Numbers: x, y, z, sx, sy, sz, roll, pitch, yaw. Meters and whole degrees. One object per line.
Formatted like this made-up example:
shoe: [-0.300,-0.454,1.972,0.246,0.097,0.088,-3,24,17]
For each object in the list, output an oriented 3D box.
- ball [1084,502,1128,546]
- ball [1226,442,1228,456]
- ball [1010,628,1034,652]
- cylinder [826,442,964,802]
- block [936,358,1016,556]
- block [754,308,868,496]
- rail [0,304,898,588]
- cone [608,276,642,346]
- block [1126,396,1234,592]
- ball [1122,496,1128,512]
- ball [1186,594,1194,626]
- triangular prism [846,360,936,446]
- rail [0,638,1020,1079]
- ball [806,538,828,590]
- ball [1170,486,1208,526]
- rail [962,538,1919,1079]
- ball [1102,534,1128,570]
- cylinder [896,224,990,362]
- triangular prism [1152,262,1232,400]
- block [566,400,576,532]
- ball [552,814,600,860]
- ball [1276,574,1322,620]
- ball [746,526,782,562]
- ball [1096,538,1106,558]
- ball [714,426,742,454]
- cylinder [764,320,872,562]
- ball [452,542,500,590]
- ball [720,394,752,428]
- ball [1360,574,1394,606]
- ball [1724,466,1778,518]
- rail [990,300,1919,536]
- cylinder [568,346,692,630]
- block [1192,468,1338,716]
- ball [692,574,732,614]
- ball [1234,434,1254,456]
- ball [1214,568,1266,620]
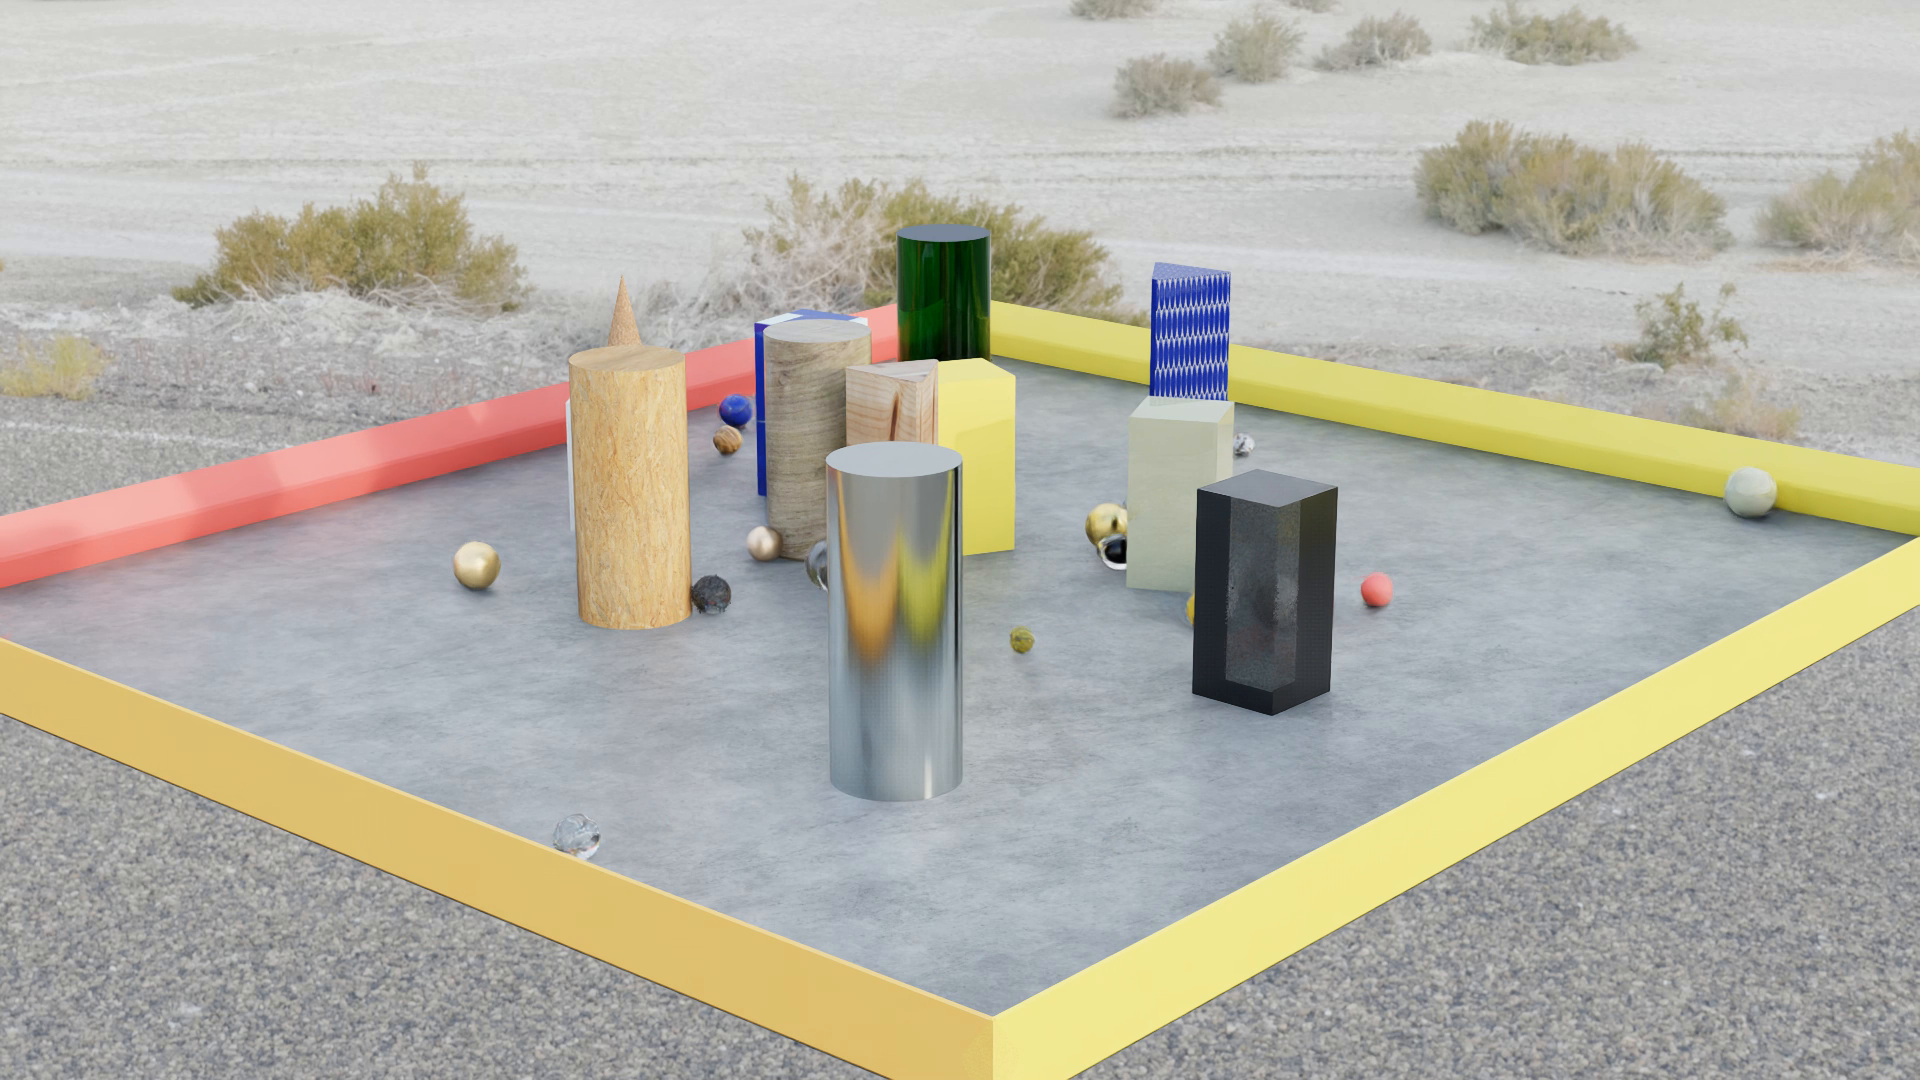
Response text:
ball: [0.272,-0.025,5.379,0.088,0.088,0.088,0,17,0]
ball: [0.511,-0.186,5.947,0.067,0.067,0.067,0,17,0]
ball: [0.102,0.166,4.829,0.041,0.041,0.041,0,17,0]
cylinder: [-0.093,0.116,4.226,0.195,0.483,0.195,0,17,0]
block: [-0.002,-0.152,5.384,0.156,0.327,0.156,-7,18,-22]
block: [-0.288,-0.259,5.713,0.156,0.344,0.156,11,20,32]
rail: [-0.963,-0.210,5.920,0.045,0.127,2.879,14,22,39]
cone: [-0.661,-0.323,5.793,0.195,0.419,0.195,0,17,0]
block: [0.389,-0.081,5.179,0.156,0.310,0.156,5,17,15]
ball: [0.350,-0.057,5.477,0.093,0.093,0.093,0,17,0]
ball: [0.414,0.118,4.937,0.068,0.068,0.068,0,17,0]
triangular prism: [-0.088,-0.117,5.167,0.169,0.386,0.146,13,21,38]
rail: [-0.928,0.340,4.097,2.597,0.127,0.045,14,22,39]
ball: [-0.223,0.043,5.144,0.094,0.094,0.094,0,17,0]
ball: [0.428,-0.063,5.525,0.076,0.076,0.076,0,17,0]
rail: [0.963,0.273,4.320,0.045,0.127,2.879,14,22,39]
ball: [0.286,0.021,5.265,0.065,0.065,0.065,0,17,0]
cylinder: [-0.034,-0.422,6.088,0.195,0.438,0.195,0,17,0]
triangular prism: [0.416,-0.318,5.749,0.169,0.435,0.146,-7,18,-23]
block: [-0.647,-0.155,5.531,0.156,0.249,0.156,1,17,4]
ball: [-0.522,0.405,3.992,0.065,0.065,0.065,0,17,0]
ball: [0.577,0.098,4.991,0.077,0.077,0.077,0,17,0]
ball: [-0.356,0.007,5.313,0.065,0.065,0.065,0,17,0]
ball: [0.269,0.017,5.317,0.044,0.044,0.044,0,17,0]
ball: [-0.478,-0.205,6.028,0.058,0.058,0.058,0,17,0]
cylinder: [-0.257,-0.182,5.344,0.195,0.408,0.195,0,17,0]
ball: [-0.850,0.045,5.154,0.083,0.083,0.083,0,17,0]
ball: [-0.478,-0.275,6.240,0.070,0.070,0.070,0,17,0]
ball: [0.720,0.087,5.062,0.057,0.057,0.057,0,17,0]
ball: [1.506,-0.091,5.580,0.097,0.097,0.097,0,17,0]
rail: [0.928,-0.277,6.144,2.597,0.127,0.045,14,22,39]
cylinder: [-0.558,-0.091,4.976,0.195,0.446,0.195,0,17,0]
block: [0.477,0.080,4.599,0.156,0.337,0.156,15,22,40]
ball: [-0.425,0.093,5.022,0.067,0.067,0.067,0,17,0]
ball: [0.583,-0.196,6.020,0.045,0.045,0.045,0,17,0]
ball: [0.475,0.092,4.989,0.090,0.090,0.090,0,17,0]
